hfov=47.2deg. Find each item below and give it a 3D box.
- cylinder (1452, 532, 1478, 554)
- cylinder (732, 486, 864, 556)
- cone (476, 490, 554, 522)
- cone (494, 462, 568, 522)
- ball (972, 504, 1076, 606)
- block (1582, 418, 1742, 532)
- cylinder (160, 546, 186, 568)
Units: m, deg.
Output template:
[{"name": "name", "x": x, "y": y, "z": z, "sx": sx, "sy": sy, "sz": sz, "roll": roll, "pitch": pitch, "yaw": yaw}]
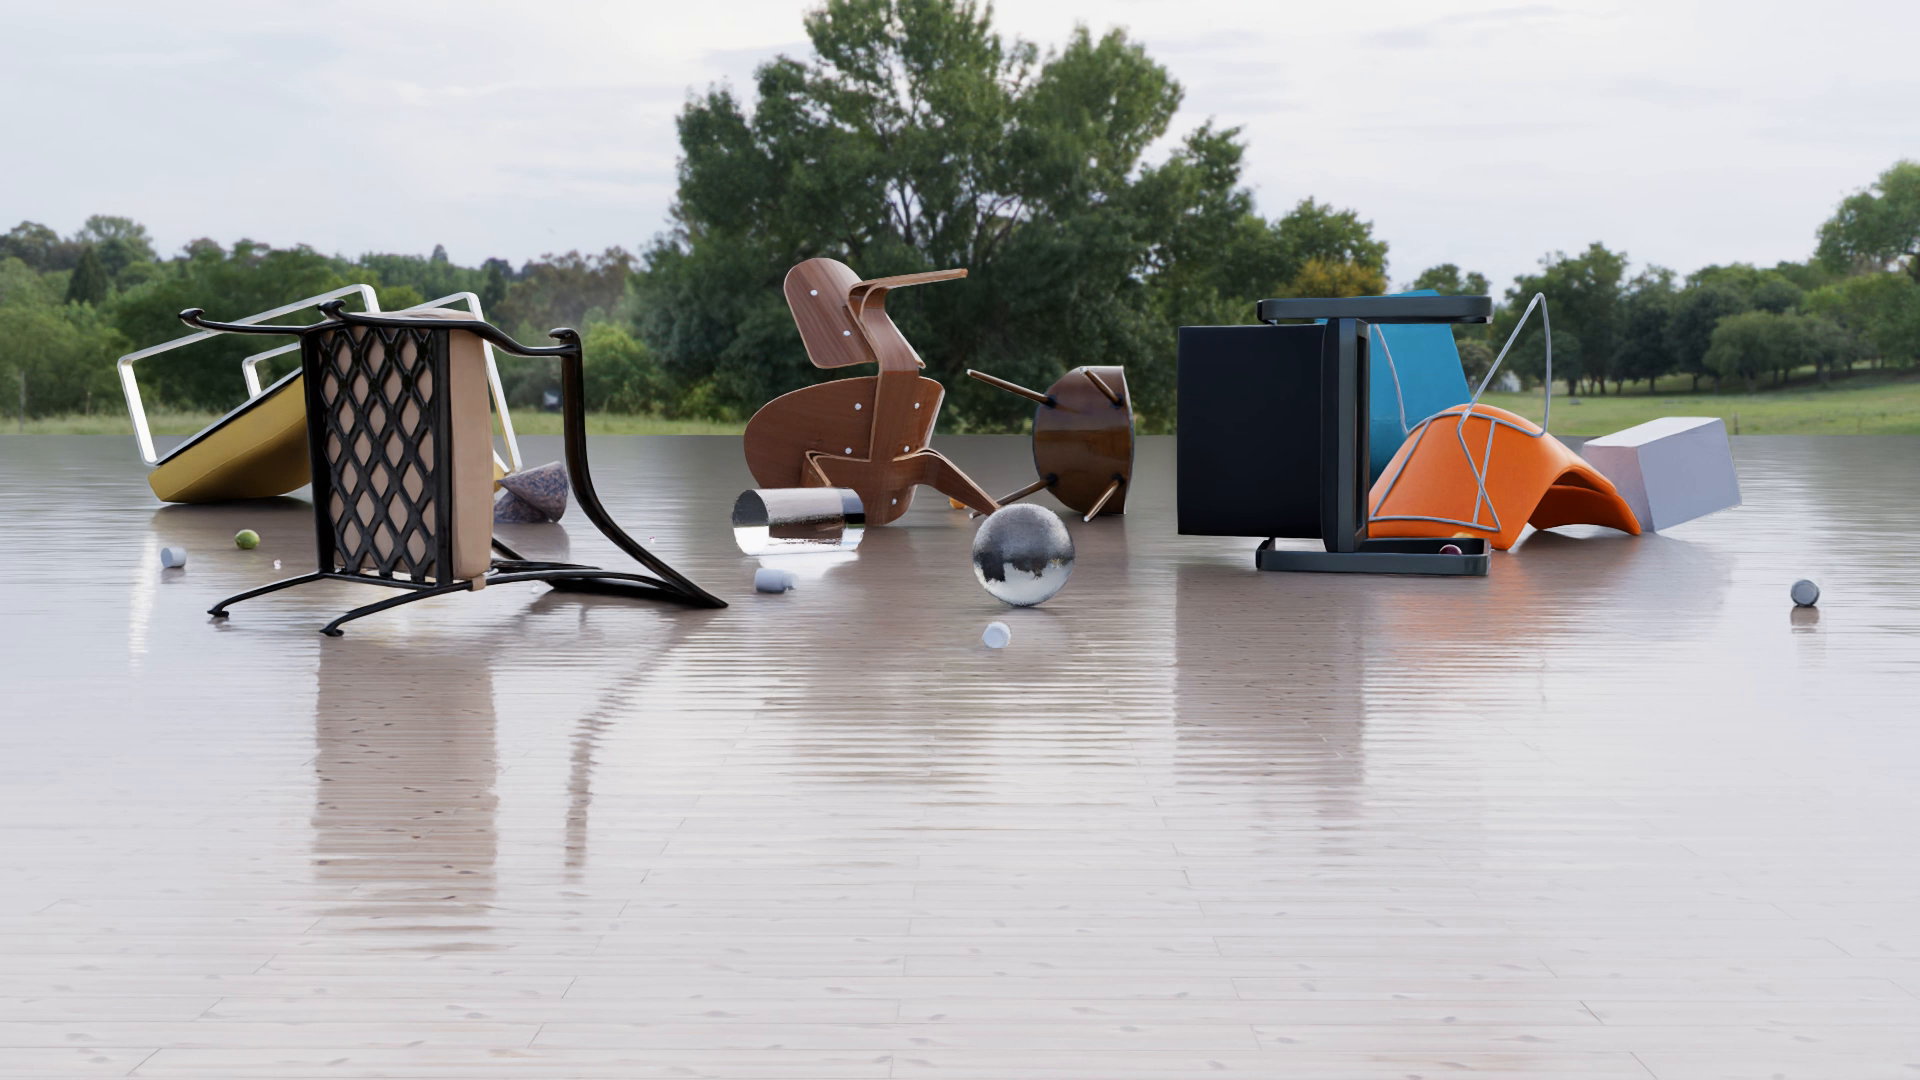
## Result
[{"name": "cylinder", "x": 1.372, "y": 0.010, "z": 5.973, "sx": 0.074, "sy": 0.054, "sz": 0.028, "roll": 31, "pitch": -12, "yaw": -29}, {"name": "cylinder", "x": -0.441, "y": -0.053, "z": 6.026, "sx": 0.312, "sy": 0.176, "sz": 0.183, "roll": -3, "pitch": 31, "yaw": -38}, {"name": "cone", "x": -1.508, "y": -0.126, "z": 7.463, "sx": 0.273, "sy": 0.126, "sz": 0.151, "roll": -1, "pitch": 4, "yaw": -14}, {"name": "cone", "x": -1.460, "y": -0.180, "z": 7.391, "sx": 0.223, "sy": 0.172, "sz": 0.242, "roll": 10, "pitch": 40, "yaw": -31}, {"name": "ball", "x": 0.131, "y": 0.031, "z": 4.541, "sx": 0.213, "sy": 0.213, "sz": 0.213, "roll": 0, "pitch": 4, "yaw": 0}, {"name": "block", "x": 2.246, "y": -0.214, "z": 7.051, "sx": 0.322, "sy": 0.280, "sz": 0.310, "roll": -17, "pitch": 8, "yaw": -14}, {"name": "cylinder", "x": -1.982, "y": 0.043, "z": 5.542, "sx": 0.060, "sy": 0.051, "sz": 0.037, "roll": 15, "pitch": 12, "yaw": 40}]
